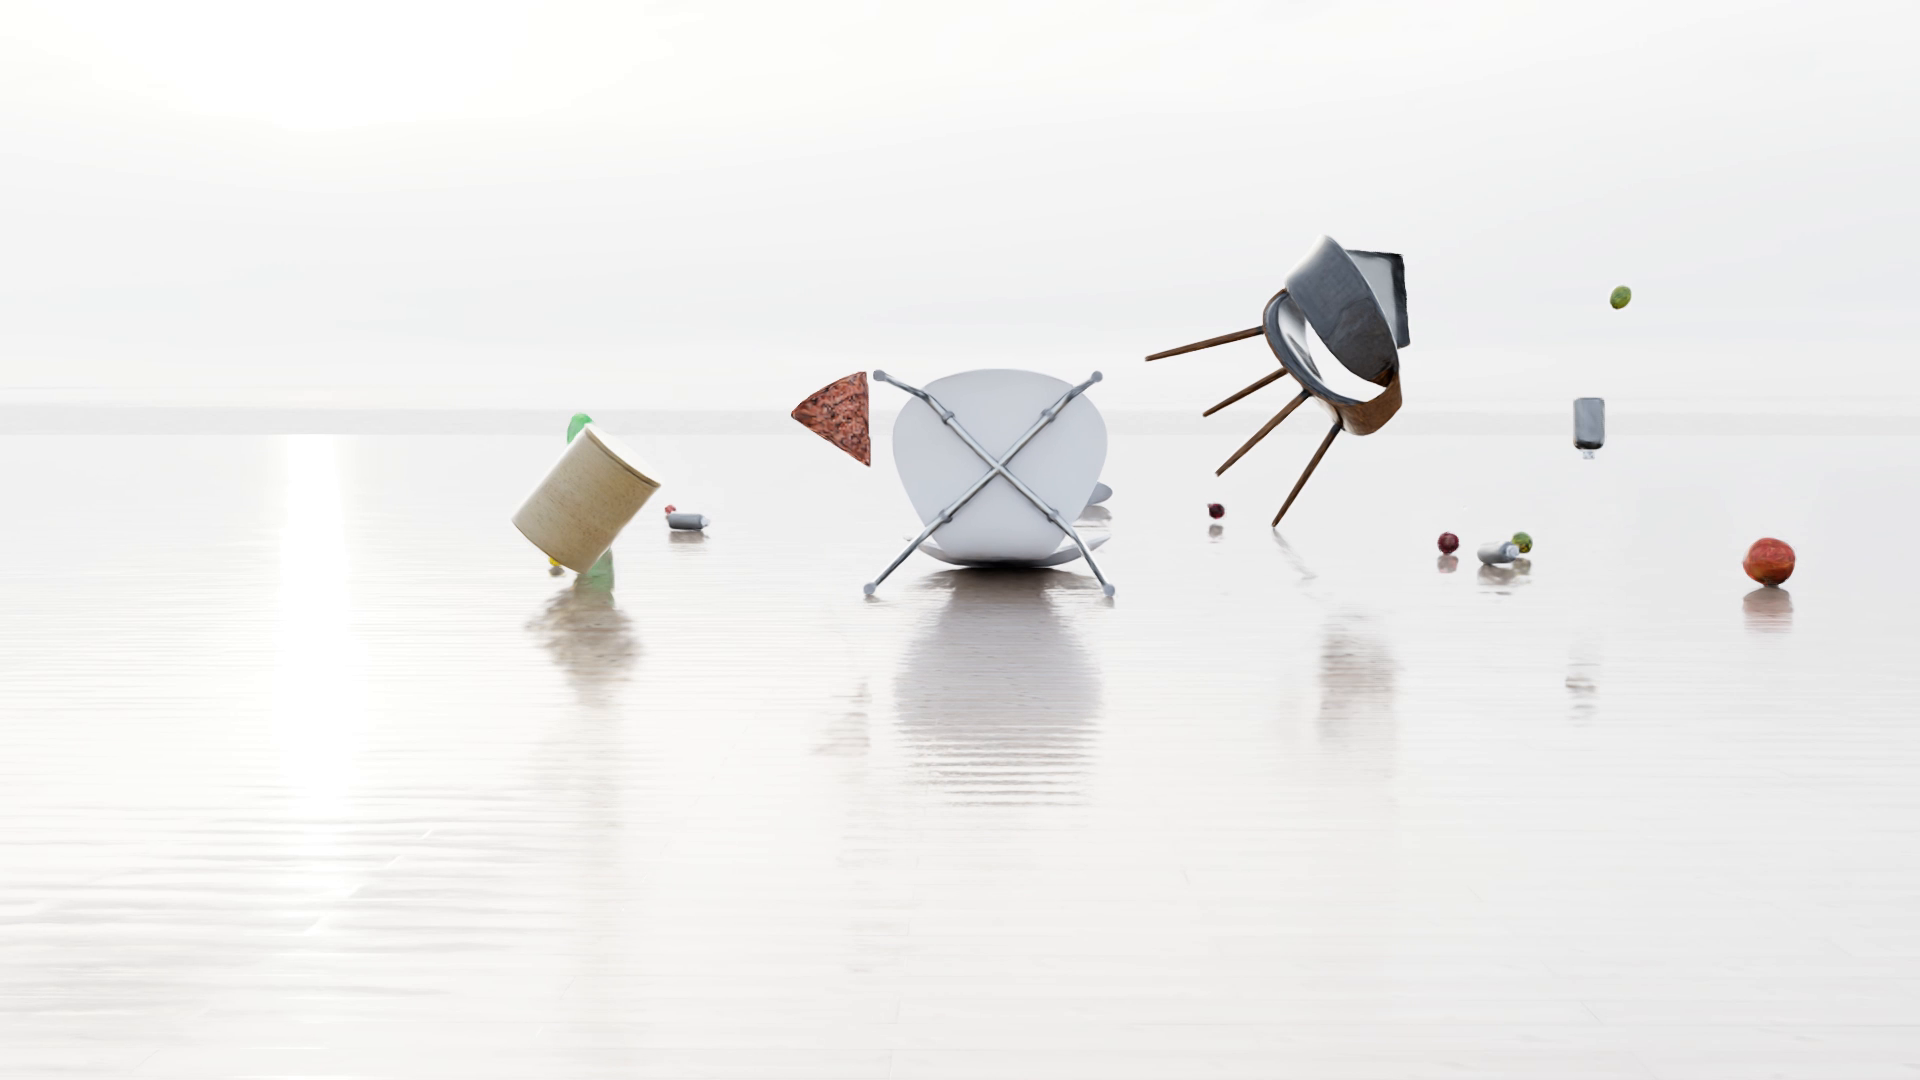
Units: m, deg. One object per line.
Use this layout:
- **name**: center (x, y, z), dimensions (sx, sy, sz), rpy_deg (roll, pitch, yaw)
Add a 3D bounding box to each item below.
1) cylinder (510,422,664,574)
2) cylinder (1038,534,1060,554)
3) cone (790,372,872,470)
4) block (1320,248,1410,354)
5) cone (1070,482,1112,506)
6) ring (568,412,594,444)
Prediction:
- **cylinder**: center (-0.900, -0.099, 5.308), dimensions (0.221, 0.290, 0.262), rpy_deg (42, 4, 21)
- **cylinder**: center (0.240, 0.010, 5.942), dimensions (0.040, 0.044, 0.043), rpy_deg (-36, 36, -7)
- **cone**: center (-0.257, -0.252, 5.123), dimensions (0.206, 0.203, 0.212), rpy_deg (-26, -7, -31)
- **block**: center (1.549, -0.910, 8.402), dimensions (0.275, 0.357, 0.150), rpy_deg (1, -8, -25)
- **cone**: center (0.503, -0.158, 8.509), dimensions (0.168, 0.114, 0.074), rpy_deg (-6, 40, 19)
- **ring**: center (-1.113, -0.195, 6.623), dimensions (0.072, 0.384, 0.446), rpy_deg (-11, 5, -18)
